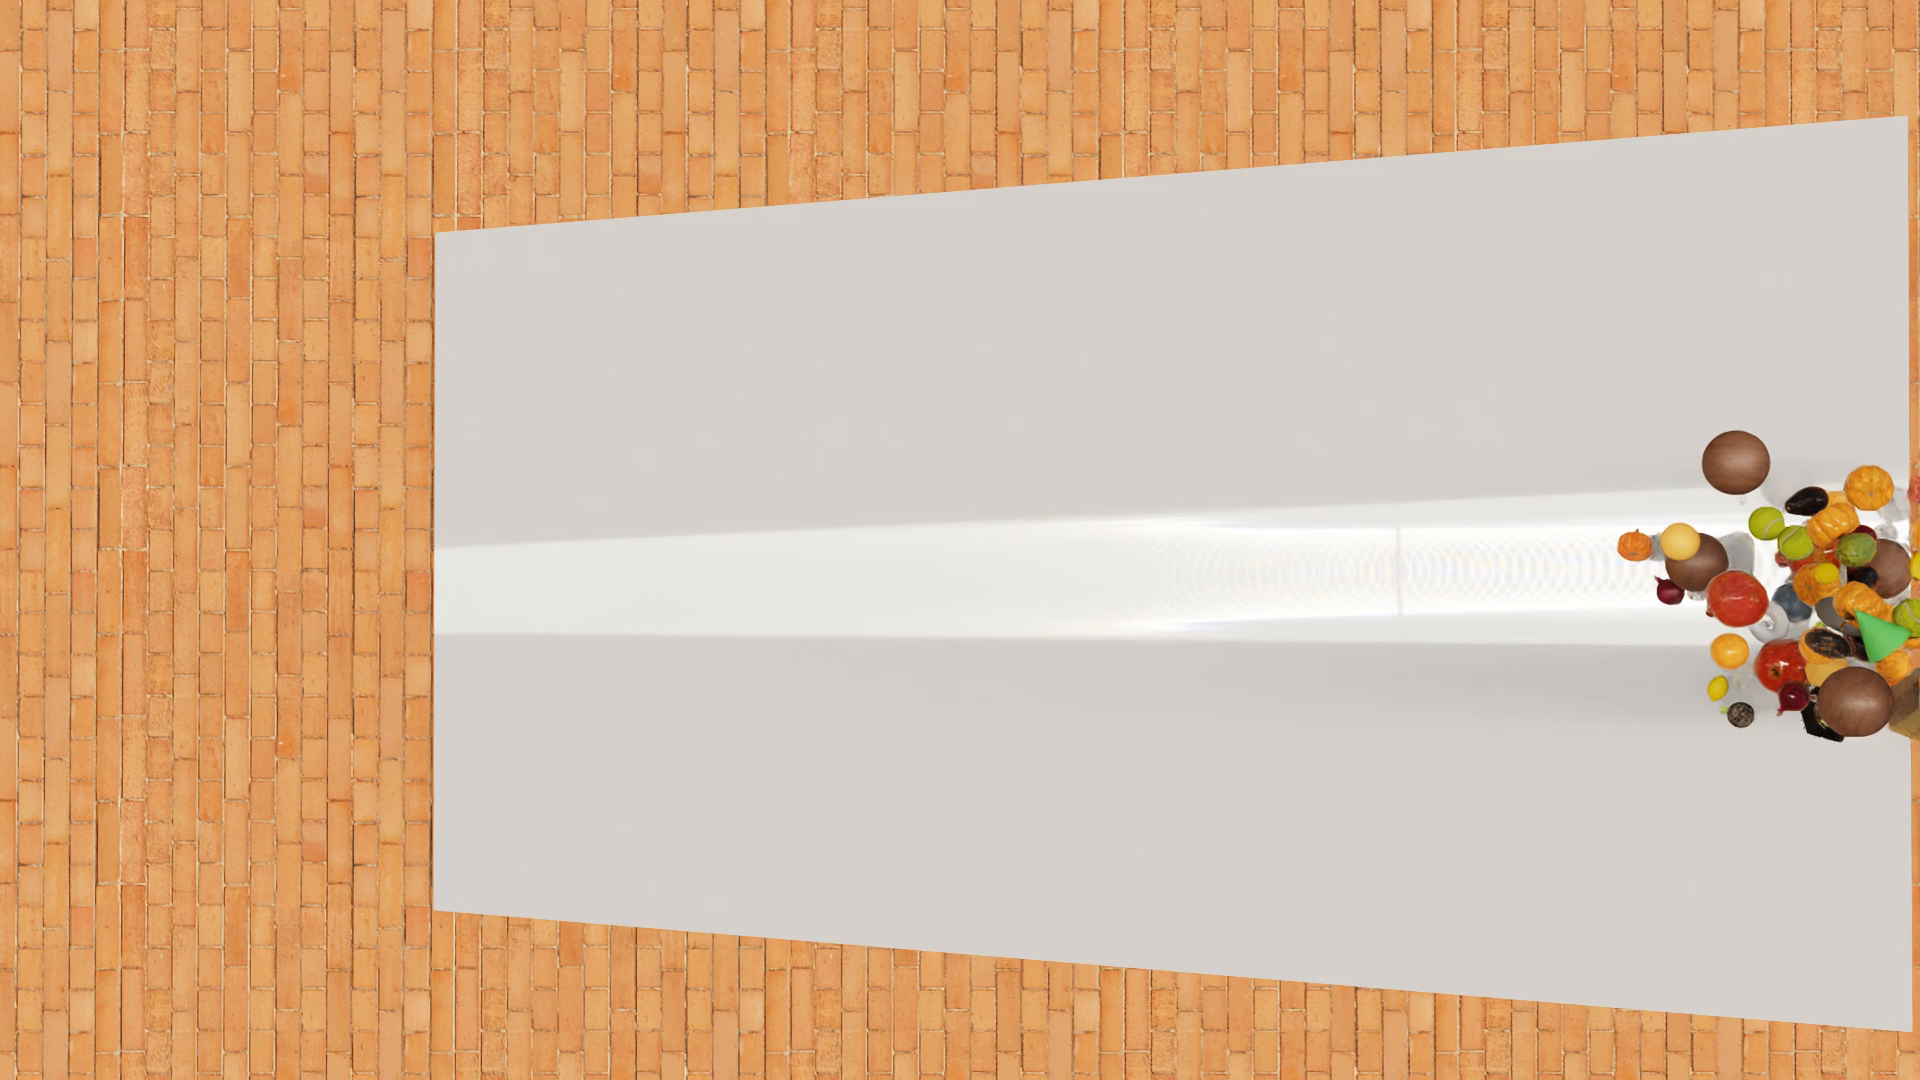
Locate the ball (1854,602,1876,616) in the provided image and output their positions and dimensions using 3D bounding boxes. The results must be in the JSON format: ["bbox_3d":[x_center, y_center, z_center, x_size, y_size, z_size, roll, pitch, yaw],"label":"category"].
[{"bbox_3d":[1.777,0.148,4.331,0.050,0.050,0.050,0,89,0],"label":"ball"}]

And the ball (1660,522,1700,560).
[{"bbox_3d":[1.456,0.003,4.447,0.078,0.078,0.078,0,89,0],"label":"ball"}]

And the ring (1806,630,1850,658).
[{"bbox_3d":[1.546,0.186,3.918,0.080,0.080,0.027,27,76,0],"label":"ring"}]

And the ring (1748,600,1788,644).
[{"bbox_3d":[1.697,0.173,4.618,0.097,0.032,0.097,6,73,-19],"label":"ring"}]

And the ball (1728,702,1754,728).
[{"bbox_3d":[1.654,0.371,4.657,0.055,0.055,0.055,0,89,0],"label":"ball"}]

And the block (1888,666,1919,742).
[{"bbox_3d":[1.889,0.326,4.294,0.099,0.099,0.099,21,57,-3],"label":"block"}]

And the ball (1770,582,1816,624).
[{"bbox_3d":[1.839,0.138,4.856,0.092,0.092,0.092,0,89,0],"label":"ball"}]

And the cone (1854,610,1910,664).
[{"bbox_3d":[1.533,0.147,3.697,0.085,0.085,0.085,-43,86,0],"label":"cone"}]

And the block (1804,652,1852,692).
[{"bbox_3d":[1.702,0.254,4.314,0.058,0.058,0.058,22,118,1],"label":"block"}]

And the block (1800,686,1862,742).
[{"bbox_3d":[1.840,0.364,4.648,0.080,0.080,0.080,-39,120,-24],"label":"block"}]

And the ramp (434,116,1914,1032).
[{"bbox_3d":[0.282,0.082,5.690,4.000,0.100,2.000,0,89,25],"label":"ramp"}]
